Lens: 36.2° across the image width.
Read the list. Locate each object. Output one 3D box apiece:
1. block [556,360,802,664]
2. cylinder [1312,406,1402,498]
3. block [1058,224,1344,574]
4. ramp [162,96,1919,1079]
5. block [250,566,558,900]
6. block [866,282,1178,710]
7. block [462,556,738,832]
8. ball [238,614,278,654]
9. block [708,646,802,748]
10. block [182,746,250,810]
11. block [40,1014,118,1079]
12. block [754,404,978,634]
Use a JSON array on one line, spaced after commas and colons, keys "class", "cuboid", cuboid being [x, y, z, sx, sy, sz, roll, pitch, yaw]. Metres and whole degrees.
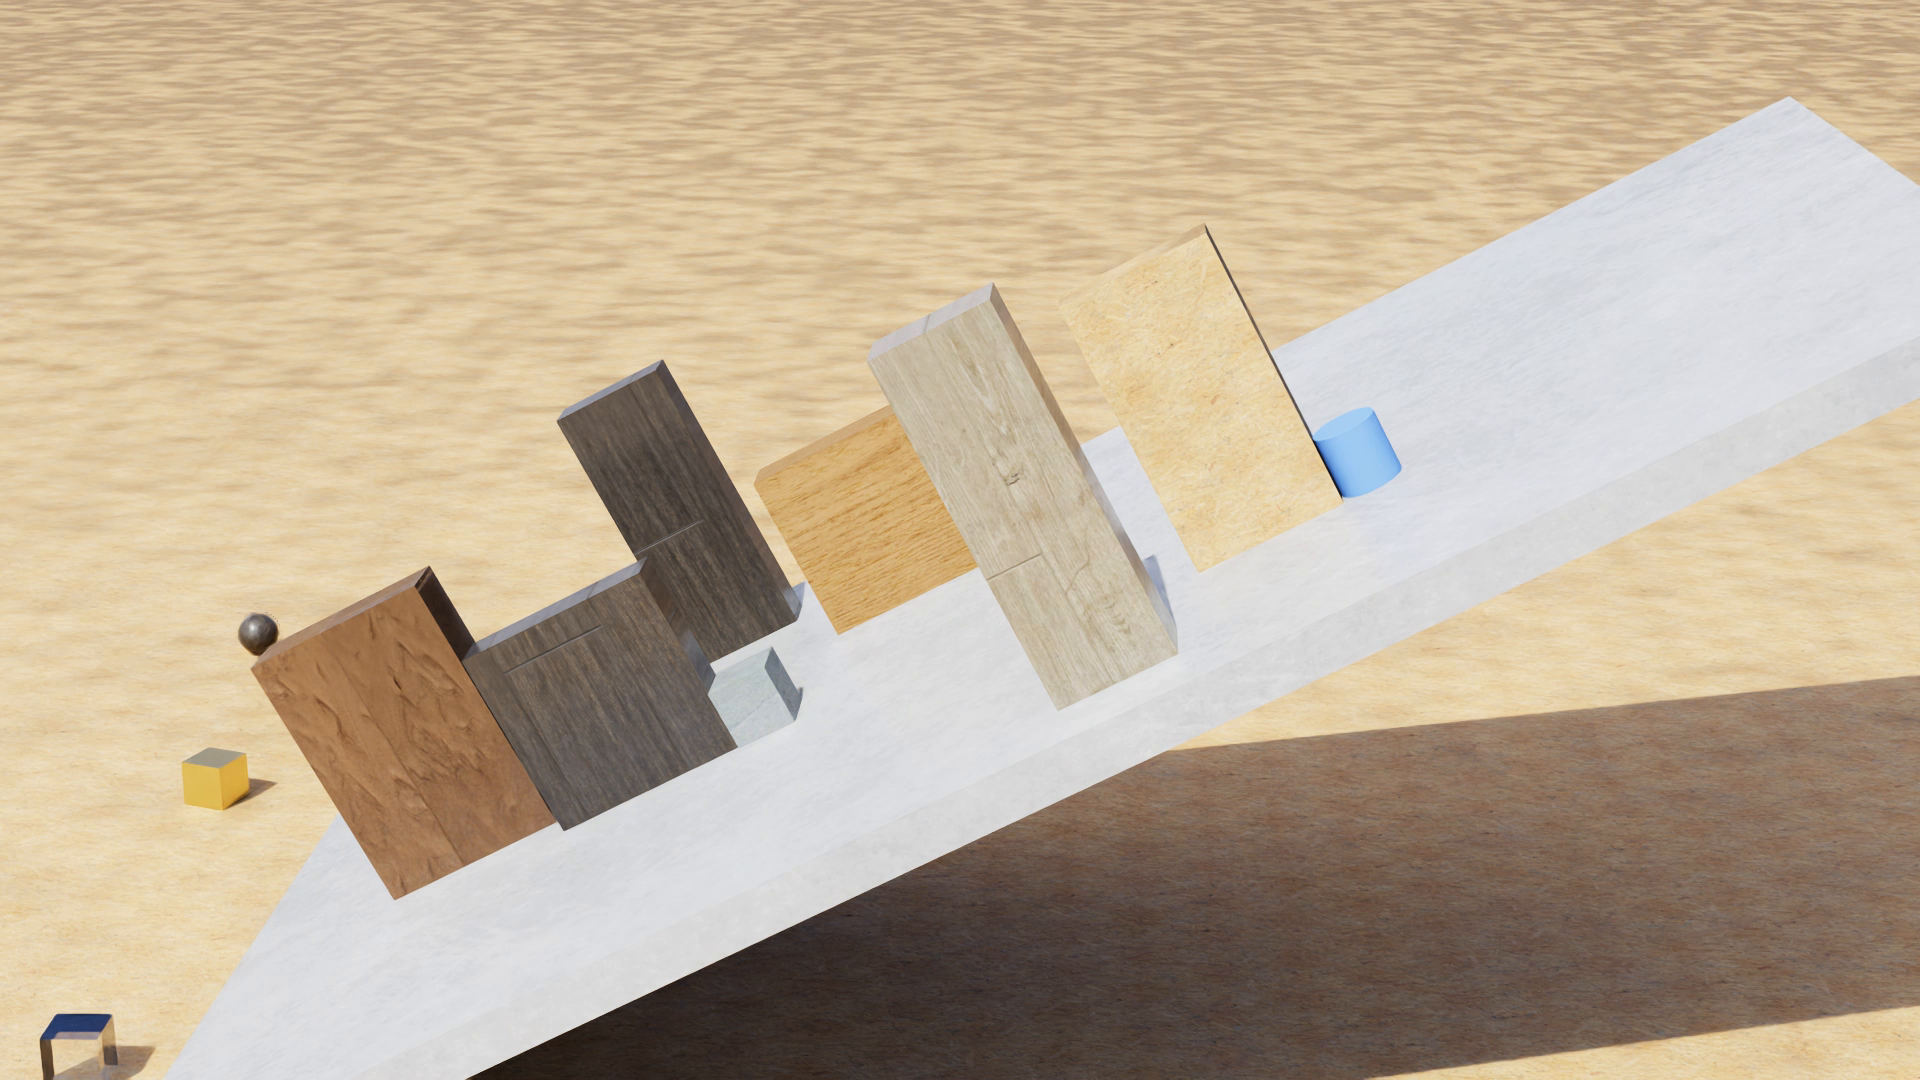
[{"class": "block", "cuboid": [-0.665, -0.060, 7.010, 0.270, 0.690, 0.114, -26, 14, 10]}, {"class": "cylinder", "cuboid": [0.778, -0.172, 5.761, 0.130, 0.130, 0.130, -27, 14, 7]}, {"class": "block", "cuboid": [0.471, -0.274, 5.740, 0.316, 0.602, 0.104, -26, 14, 10]}, {"class": "ramp", "cuboid": [0.140, 0.167, 6.281, 4.000, 0.100, 2.000, -26, 14, 10]}, {"class": "block", "cuboid": [-1.210, 0.429, 6.495, 0.420, 0.613, 0.146, -26, 14, 10]}, {"class": "block", "cuboid": [0.121, -0.077, 5.413, 0.250, 0.748, 0.150, -26, 14, 10]}, {"class": "block", "cuboid": [-0.763, 0.333, 6.329, 0.438, 0.437, 0.118, -26, 14, 10]}, {"class": "ball", "cuboid": [-2.147, 0.286, 9.000, 0.122, 0.122, 0.122, 0, 17, 0]}, {"class": "block", "cuboid": [-0.438, 0.337, 6.310, 0.137, 0.137, 0.137, -26, 14, 11]}, {"class": "block", "cuboid": [-1.990, 0.638, 7.864, 0.121, 0.121, 0.121, 7, 18, 21]}, {"class": "block", "cuboid": [-1.901, 1.106, 6.348, 0.124, 0.124, 0.124, 0, 17, 0]}, {"class": "block", "cuboid": [-0.203, -0.053, 6.690, 0.374, 0.401, 0.127, -26, 14, 10]}]
